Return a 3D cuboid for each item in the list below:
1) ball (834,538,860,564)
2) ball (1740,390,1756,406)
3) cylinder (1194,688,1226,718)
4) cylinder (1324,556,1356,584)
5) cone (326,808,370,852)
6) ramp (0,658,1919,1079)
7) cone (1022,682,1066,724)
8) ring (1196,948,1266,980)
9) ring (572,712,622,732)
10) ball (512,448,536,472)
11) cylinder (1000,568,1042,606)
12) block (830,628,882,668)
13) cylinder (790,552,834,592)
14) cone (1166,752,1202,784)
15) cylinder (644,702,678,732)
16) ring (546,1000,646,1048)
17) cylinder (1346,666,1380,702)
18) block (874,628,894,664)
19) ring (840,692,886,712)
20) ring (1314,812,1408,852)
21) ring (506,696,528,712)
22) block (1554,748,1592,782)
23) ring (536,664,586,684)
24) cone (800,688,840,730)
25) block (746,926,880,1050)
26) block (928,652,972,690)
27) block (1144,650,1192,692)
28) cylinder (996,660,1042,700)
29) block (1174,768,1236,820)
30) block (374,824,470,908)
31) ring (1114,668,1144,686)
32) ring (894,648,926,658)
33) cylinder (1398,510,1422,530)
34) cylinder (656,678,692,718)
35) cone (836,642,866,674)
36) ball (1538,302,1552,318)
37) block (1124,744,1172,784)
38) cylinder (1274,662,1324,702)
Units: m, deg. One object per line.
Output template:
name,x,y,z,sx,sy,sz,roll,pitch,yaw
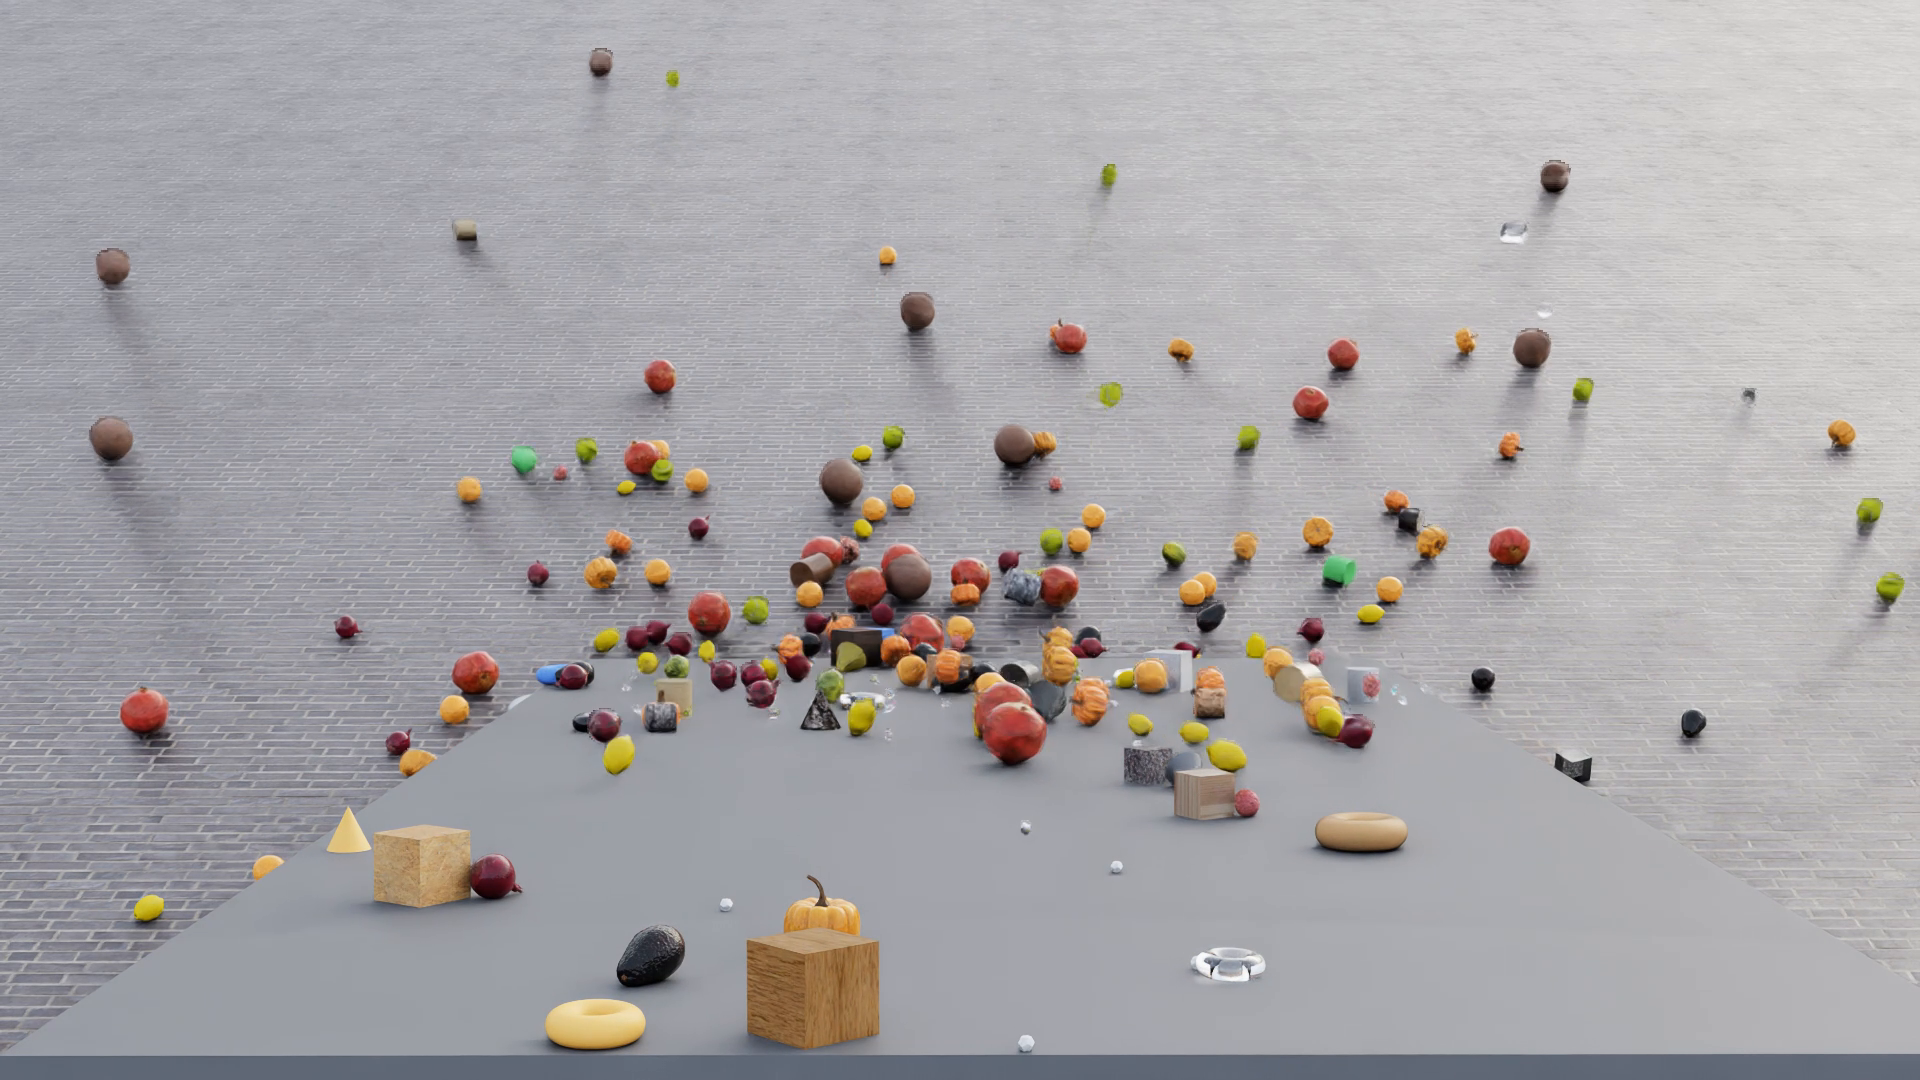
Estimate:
ball,-0.325,0.030,7.368,0.074,0.074,0.074,0,22,0
ball,2.663,-0.481,8.683,0.054,0.054,0.054,0,22,0
cylinder,0.514,0.335,5.286,0.059,0.059,0.059,1,22,2
cylinder,1.069,0.085,7.239,0.066,0.066,0.066,16,27,36
cone,-0.883,0.415,3.715,0.063,0.063,0.063,0,3,0
ramp,0.050,0.454,4.532,2.000,0.100,4.000,0,3,0
cone,0.165,0.349,5.194,0.093,0.093,0.093,2,30,6
ring,0.304,0.476,2.884,0.078,0.026,0.078,1,4,0
ring,-0.718,0.360,5.086,0.098,0.033,0.098,-1,3,0
ball,-1.370,-0.251,8.073,0.077,0.077,0.077,0,22,0
cylinder,0.168,0.128,7.056,0.085,0.085,0.085,19,18,-14
block,-0.255,0.266,6.342,0.089,0.089,0.089,-3,4,-42
cylinder,-0.414,0.091,7.196,0.088,0.088,0.088,15,26,33
cone,0.387,0.401,4.295,0.067,0.067,0.067,-7,32,-18
cylinder,-0.590,0.350,5.066,0.054,0.054,0.054,-14,25,-17
ring,-0.368,0.488,2.592,0.101,0.034,0.101,1,4,0
cylinder,0.876,0.314,5.590,0.069,0.069,0.069,0,3,0
block,-0.220,0.265,6.438,0.082,0.082,0.082,1,3,23
ring,-0.206,0.342,5.431,0.097,0.032,0.097,1,3,0
ring,0.582,0.423,3.728,0.134,0.045,0.134,-1,2,0
ring,-1.057,0.426,6.405,0.144,0.048,0.144,0,20,0
block,1.456,0.537,6.106,0.060,0.060,0.060,-10,24,-25
ring,-0.924,0.312,5.957,0.116,0.039,0.116,-1,4,0
cone,-0.278,0.333,5.113,0.083,0.083,0.083,0,3,0
block,-0.150,0.455,2.618,0.096,0.096,0.096,-3,4,-42
block,-0.024,0.299,5.834,0.076,0.076,0.076,-1,3,-25
block,0.470,0.295,5.801,0.086,0.086,0.086,1,3,23
cylinder,0.129,0.307,5.652,0.077,0.077,0.077,9,6,21
block,0.382,0.397,4.015,0.067,0.067,0.067,-2,3,-32
block,-0.698,0.422,3.338,0.087,0.087,0.087,2,4,36
ring,0.406,0.315,5.902,0.108,0.036,0.108,1,2,0
ring,-0.151,0.325,6.659,0.147,0.049,0.147,1,22,0
cylinder,1.334,-0.060,7.617,0.057,0.057,0.057,10,24,24
cylinder,-0.590,0.327,5.303,0.074,0.074,0.074,0,3,0
cone,-0.280,0.300,6.189,0.080,0.080,0.080,9,33,23
ball,2.194,-0.862,9.642,0.056,0.056,0.056,0,22,0
block,0.321,0.383,4.379,0.058,0.058,0.058,-3,4,-44
cylinder,0.735,0.309,5.583,0.080,0.080,0.080,14,10,32
